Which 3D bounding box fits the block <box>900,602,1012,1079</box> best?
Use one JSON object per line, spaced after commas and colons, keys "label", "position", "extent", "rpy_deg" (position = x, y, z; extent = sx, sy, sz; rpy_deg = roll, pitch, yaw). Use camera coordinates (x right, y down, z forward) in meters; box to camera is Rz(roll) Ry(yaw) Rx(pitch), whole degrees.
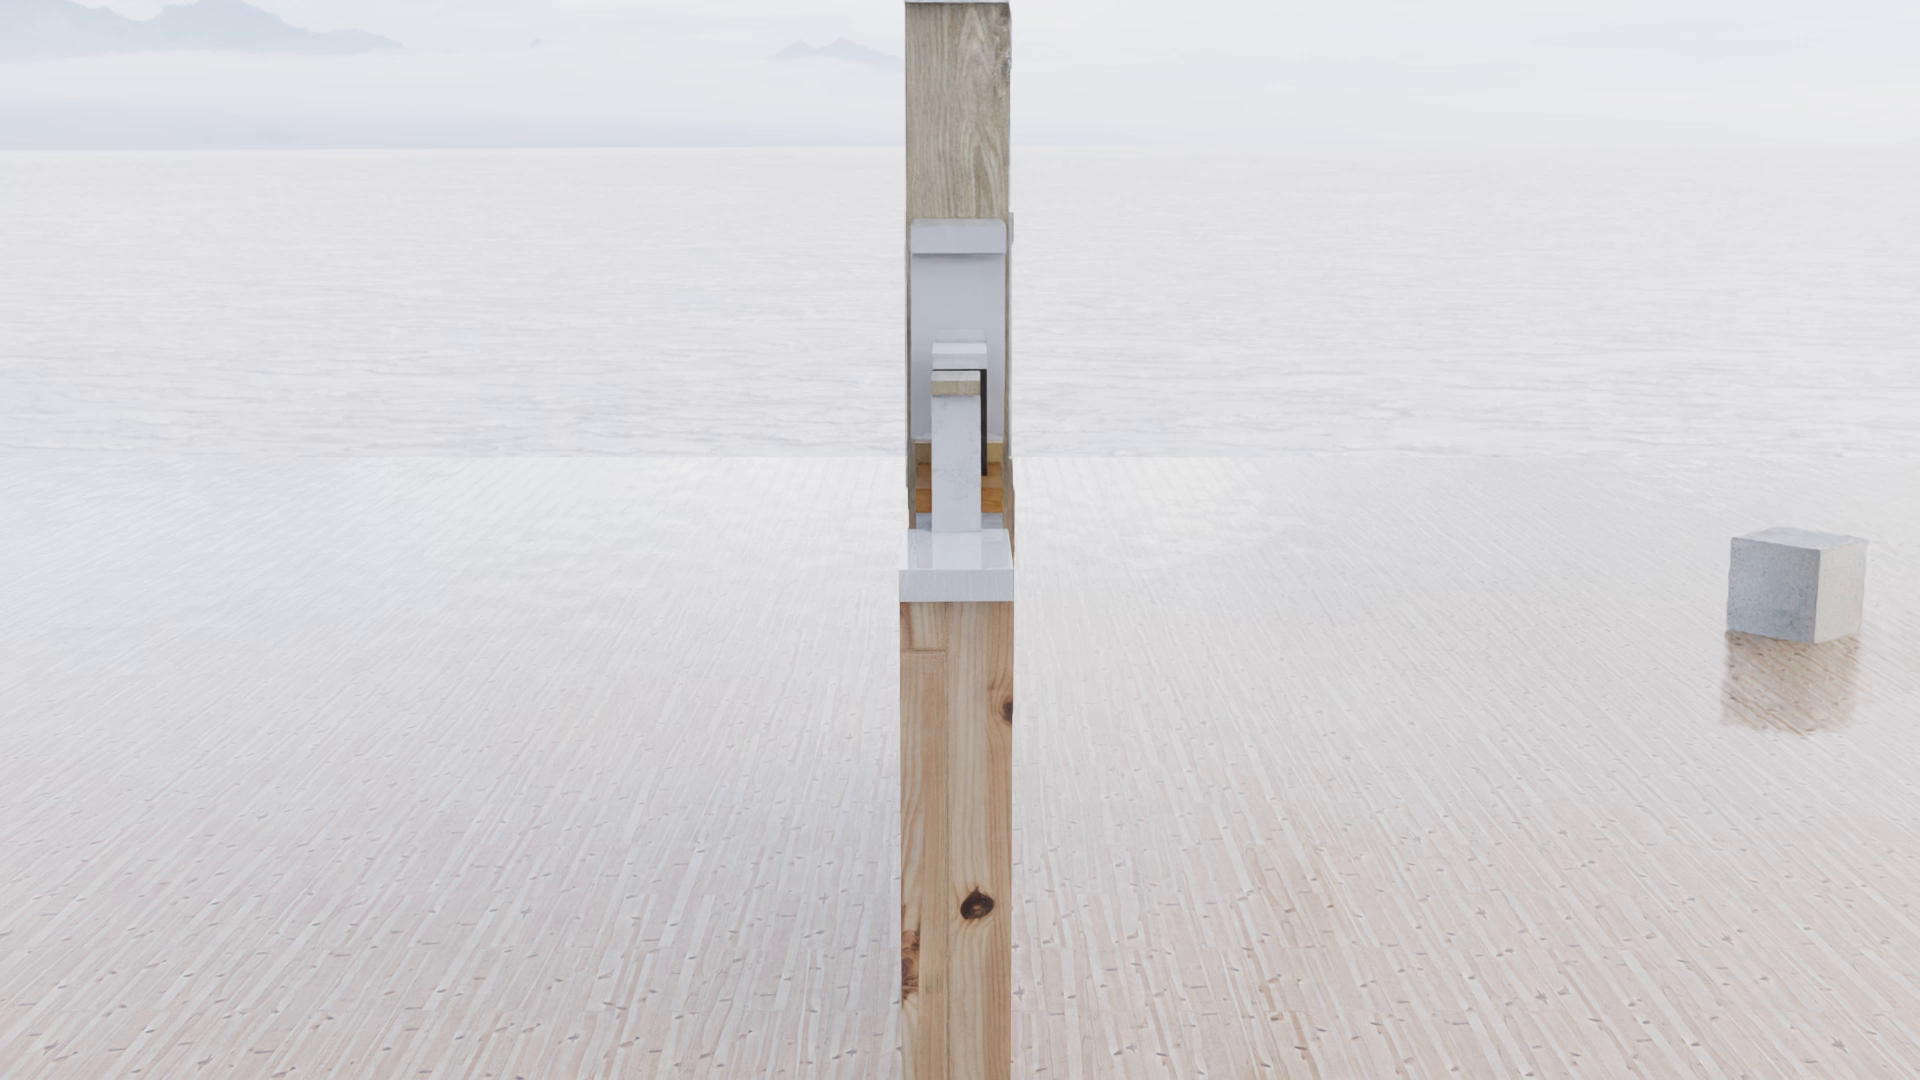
{"label": "block", "position": [-0.005, 0.404, 2.793], "extent": [0.140, 0.686, 0.040], "rpy_deg": [0, 11, 0]}

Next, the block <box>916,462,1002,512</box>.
{"label": "block", "position": [-0.001, -0.074, 3.067], "extent": [0.117, 0.033, 0.234], "rpy_deg": [0, 11, 0]}

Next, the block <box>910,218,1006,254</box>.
{"label": "block", "position": [-0.003, -0.453, 3.268], "extent": [0.136, 0.039, 0.272], "rpy_deg": [0, 11, 0]}

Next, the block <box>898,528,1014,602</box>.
{"label": "block", "position": [-0.005, 0.030, 2.819], "extent": [0.140, 0.040, 0.280], "rpy_deg": [0, 10, 0]}

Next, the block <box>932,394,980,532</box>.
{"label": "block", "position": [-0.005, -0.103, 2.921], "extent": [0.065, 0.185, 0.018], "rpy_deg": [0, 10, 0]}

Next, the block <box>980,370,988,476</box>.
{"label": "block", "position": [0.000, -0.165, 3.051], "extent": [0.075, 0.150, 0.021], "rpy_deg": [0, 11, 0]}

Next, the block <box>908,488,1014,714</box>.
{"label": "block", "position": [0.003, 0.098, 3.725], "extent": [0.177, 0.393, 0.050], "rpy_deg": [0, 10, 0]}

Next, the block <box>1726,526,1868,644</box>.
{"label": "block", "position": [2.126, 0.112, 5.591], "extent": [0.239, 0.239, 0.239], "rpy_deg": [-9, 14, -40]}

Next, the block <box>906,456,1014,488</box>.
{"label": "block", "position": [0.001, -0.142, 3.800], "extent": [0.177, 0.050, 0.354], "rpy_deg": [0, 11, 1]}

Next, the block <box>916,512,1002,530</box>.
{"label": "block", "position": [-0.001, 0.124, 3.024], "extent": [0.117, 0.341, 0.033], "rpy_deg": [0, 10, 0]}

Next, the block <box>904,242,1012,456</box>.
{"label": "block", "position": [-0.002, -0.318, 3.649], "extent": [0.176, 0.352, 0.050], "rpy_deg": [0, 11, 0]}

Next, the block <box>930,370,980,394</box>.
{"label": "block", "position": [-0.006, -0.211, 2.946], "extent": [0.065, 0.018, 0.131], "rpy_deg": [0, 10, 0]}

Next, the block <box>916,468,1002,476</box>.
{"label": "block", "position": [-0.001, 0.013, 3.250], "extent": [0.127, 0.255, 0.036], "rpy_deg": [0, 11, 0]}

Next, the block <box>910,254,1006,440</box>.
{"label": "block", "position": [-0.003, -0.284, 3.207], "extent": [0.136, 0.272, 0.039], "rpy_deg": [0, 11, 0]}

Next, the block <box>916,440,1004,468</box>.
{"label": "block", "position": [-0.002, -0.146, 3.307], "extent": [0.127, 0.036, 0.255], "rpy_deg": [0, 11, 0]}

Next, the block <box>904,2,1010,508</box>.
{"label": "block", "position": [-0.004, -0.442, 3.468], "extent": [0.161, 0.786, 0.046], "rpy_deg": [0, 10, 0]}

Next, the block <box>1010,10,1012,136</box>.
{"label": "block", "position": [0.003, -0.710, 3.640], "extent": [0.161, 0.322, 0.046], "rpy_deg": [0, 11, 0]}

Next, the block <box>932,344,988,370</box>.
{"label": "block", "position": [-0.001, -0.258, 3.084], "extent": [0.075, 0.021, 0.150], "rpy_deg": [0, 11, 0]}

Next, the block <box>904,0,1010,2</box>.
{"label": "block", "position": [-0.002, -0.871, 3.499], "extent": [0.161, 0.046, 0.322], "rpy_deg": [0, 11, 1]}

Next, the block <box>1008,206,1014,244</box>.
{"label": "block", "position": [0.001, -0.537, 3.728], "extent": [0.176, 0.050, 0.352], "rpy_deg": [0, 11, 0]}
